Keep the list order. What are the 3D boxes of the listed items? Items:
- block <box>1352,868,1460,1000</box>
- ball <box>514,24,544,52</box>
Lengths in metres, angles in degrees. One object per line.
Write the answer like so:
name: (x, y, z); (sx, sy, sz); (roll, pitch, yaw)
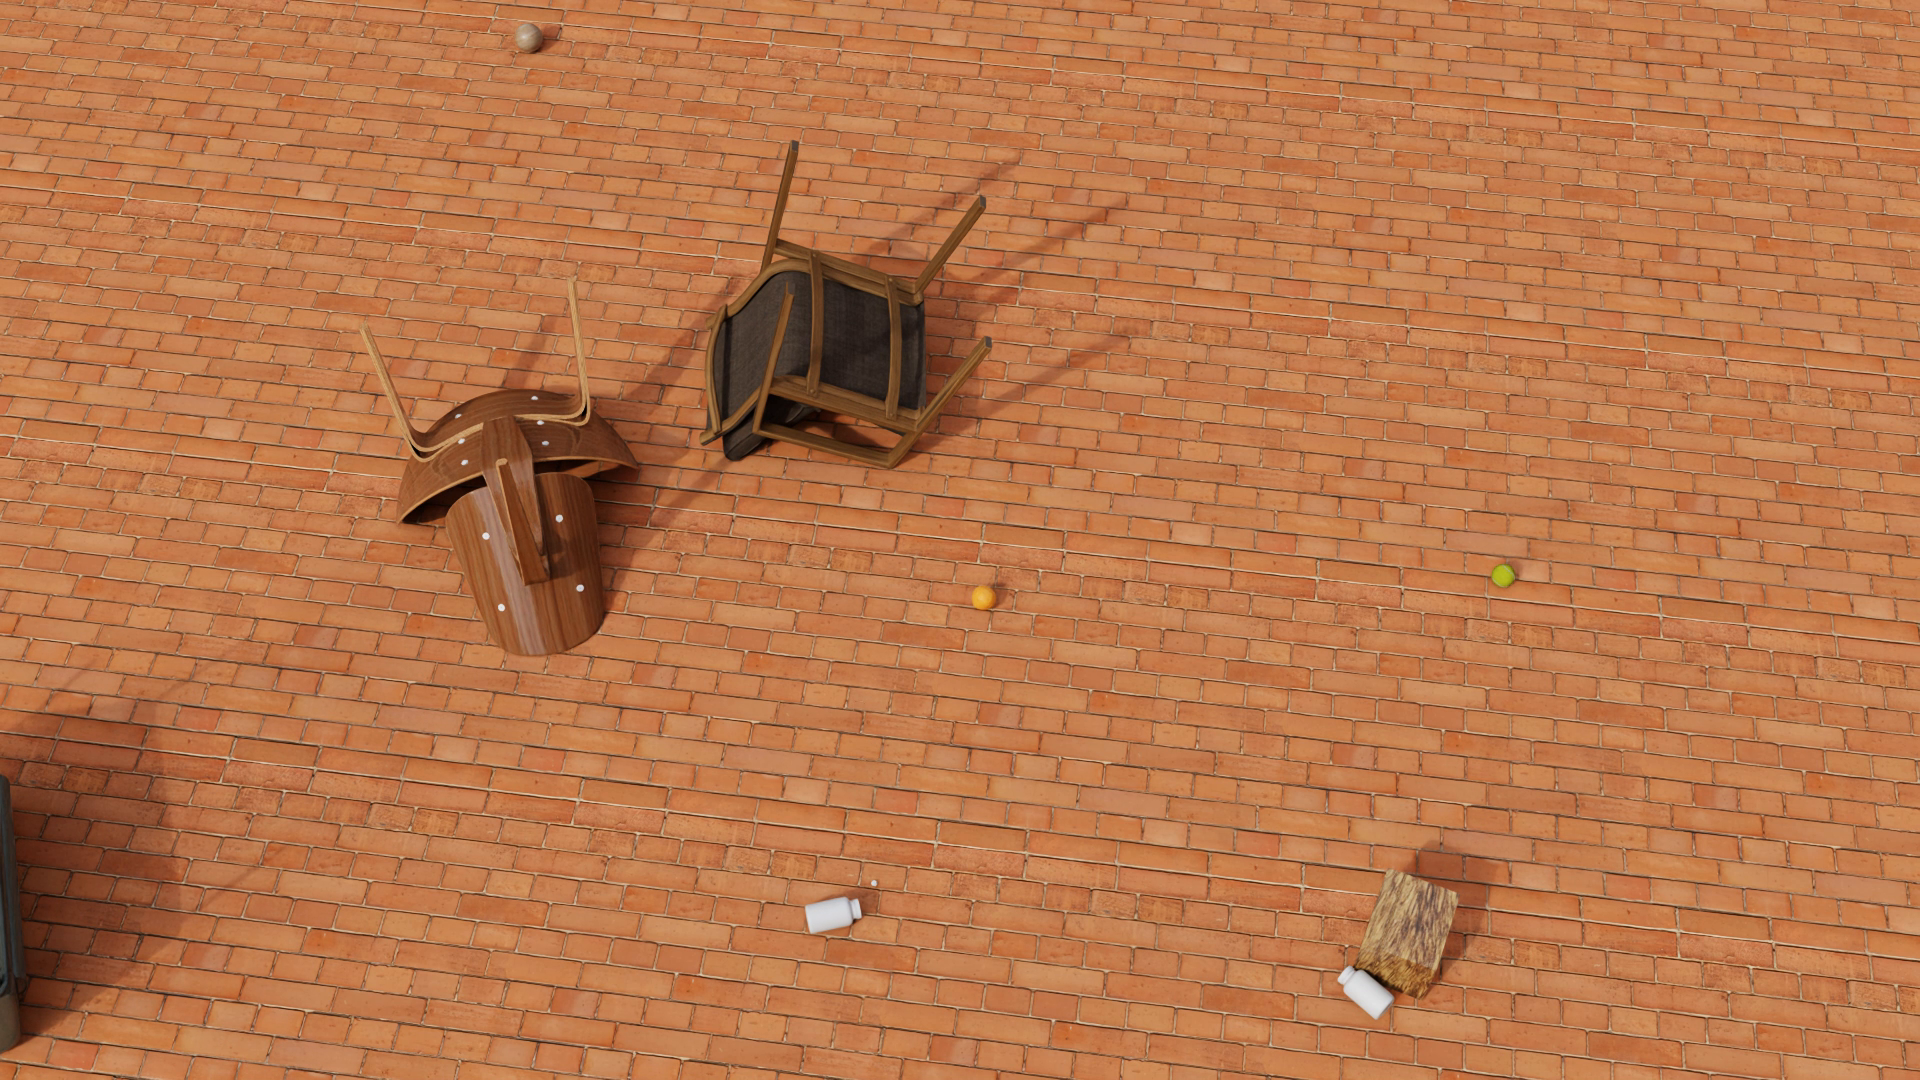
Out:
block: (1.167, 1.033, 5.760); (0.196, 0.201, 0.230); (19, 58, 12)
ball: (-1.508, -1.757, 7.693); (0.100, 0.100, 0.100); (0, 56, 0)
